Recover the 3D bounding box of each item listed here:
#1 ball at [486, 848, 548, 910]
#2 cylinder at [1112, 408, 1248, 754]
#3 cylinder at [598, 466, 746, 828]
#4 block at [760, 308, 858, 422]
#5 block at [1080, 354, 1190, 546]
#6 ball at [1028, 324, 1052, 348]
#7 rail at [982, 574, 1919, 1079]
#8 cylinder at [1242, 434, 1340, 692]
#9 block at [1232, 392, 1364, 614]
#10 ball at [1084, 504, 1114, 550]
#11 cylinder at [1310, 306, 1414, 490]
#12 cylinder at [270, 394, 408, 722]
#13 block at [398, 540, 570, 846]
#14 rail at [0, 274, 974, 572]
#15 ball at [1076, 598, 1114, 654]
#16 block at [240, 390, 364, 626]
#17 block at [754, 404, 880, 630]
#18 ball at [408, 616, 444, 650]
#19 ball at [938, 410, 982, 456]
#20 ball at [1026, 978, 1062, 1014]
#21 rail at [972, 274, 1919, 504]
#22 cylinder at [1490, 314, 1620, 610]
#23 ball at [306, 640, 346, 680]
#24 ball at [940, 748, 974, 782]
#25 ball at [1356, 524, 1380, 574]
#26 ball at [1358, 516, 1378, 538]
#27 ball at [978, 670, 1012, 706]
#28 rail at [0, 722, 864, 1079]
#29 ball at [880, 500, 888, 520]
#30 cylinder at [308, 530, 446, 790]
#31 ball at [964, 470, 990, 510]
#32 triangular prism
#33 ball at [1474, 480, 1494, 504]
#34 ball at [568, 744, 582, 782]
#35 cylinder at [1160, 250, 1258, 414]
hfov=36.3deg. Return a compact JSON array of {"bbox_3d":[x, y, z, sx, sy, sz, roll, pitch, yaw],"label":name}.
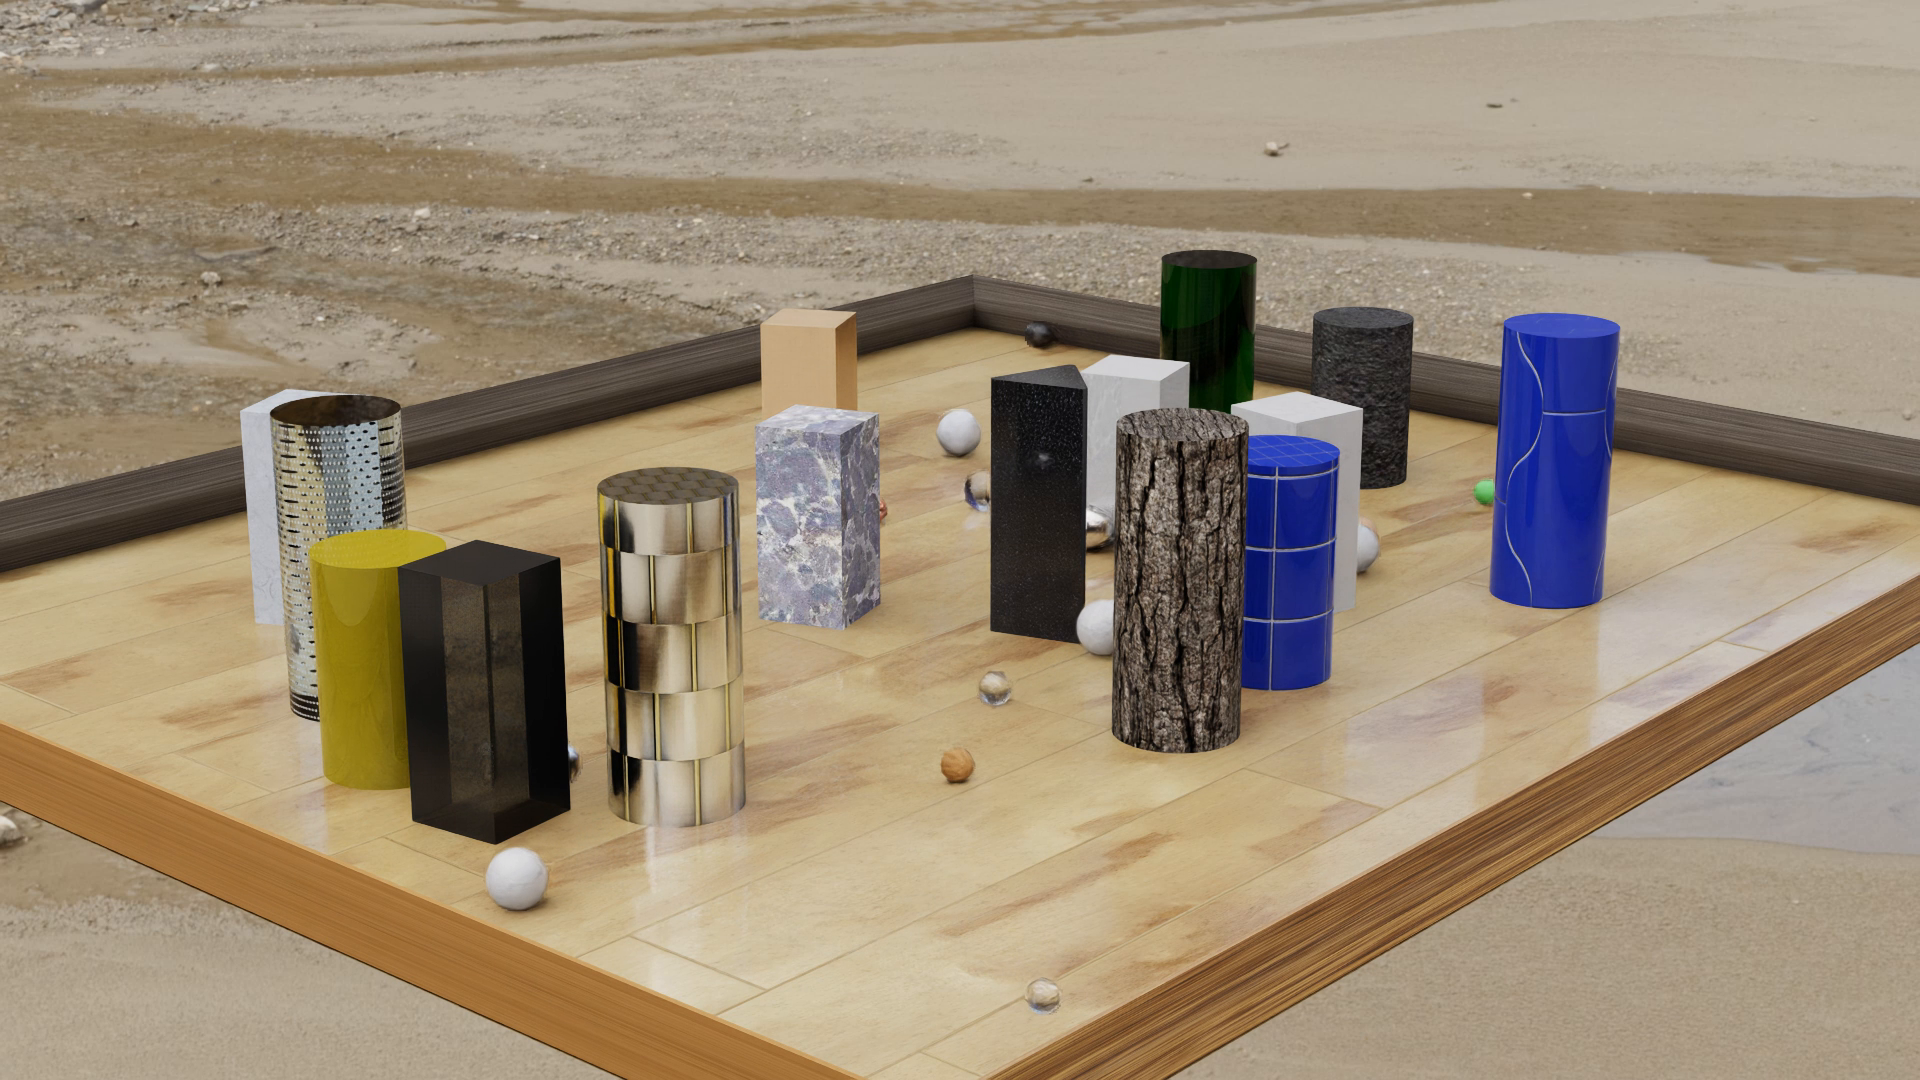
[{"bbox_3d":[-0.580,0.443,3.840,0.081,0.081,0.081,0,17,0],"label":"ball"},{"bbox_3d":[0.330,0.060,4.414,0.196,0.484,0.196,0,17,0],"label":"cylinder"},{"bbox_3d":[-0.405,0.150,4.138,0.196,0.471,0.196,0,17,0],"label":"cylinder"},{"bbox_3d":[-0.308,-0.319,6.025,0.157,0.279,0.157,4,17,13],"label":"block"},{"bbox_3d":[0.322,-0.164,5.439,0.157,0.321,0.157,7,18,23],"label":"block"},{"bbox_3d":[0.190,-0.485,6.956,0.059,0.059,0.059,0,17,0],"label":"ball"},{"bbox_3d":[1.026,0.289,4.267,0.045,0.128,3.279,14,22,39],"label":"rail"},{"bbox_3d":[0.503,0.035,4.694,0.196,0.369,0.196,0,17,0],"label":"cylinder"},{"bbox_3d":[0.571,-0.056,5.023,0.157,0.355,0.157,-13,21,-36],"label":"block"},{"bbox_3d":[0.240,-0.023,5.382,0.084,0.084,0.084,0,17,0],"label":"ball"},{"bbox_3d":[0.796,-0.284,5.828,0.196,0.325,0.196,0,17,0],"label":"cylinder"},{"bbox_3d":[-0.952,0.028,4.539,0.196,0.472,0.196,0,17,0],"label":"cylinder"},{"bbox_3d":[-0.663,0.210,4.102,0.157,0.376,0.157,11,20,32],"label":"block"},{"bbox_3d":[-1.026,-0.225,5.973,0.045,0.128,3.279,14,22,39],"label":"rail"},{"bbox_3d":[0.237,0.143,4.819,0.092,0.092,0.092,0,17,0],"label":"ball"},{"bbox_3d":[-1.100,-0.052,4.982,0.157,0.371,0.157,5,17,16],"label":"block"},{"bbox_3d":[-0.240,-0.041,4.995,0.157,0.340,0.157,7,18,22],"label":"block"},{"bbox_3d":[-0.882,0.154,4.842,0.056,0.056,0.056,0,17,0],"label":"ball"},{"bbox_3d":[-0.001,-0.220,6.023,0.091,0.091,0.091,0,17,0],"label":"ball"},{"bbox_3d":[0.101,0.552,3.546,0.044,0.044,0.044,0,17,0],"label":"ball"},{"bbox_3d":[1.059,-0.320,6.288,2.765,0.128,0.045,14,22,39],"label":"rail"},{"bbox_3d":[1.029,-0.138,5.080,0.196,0.478,0.196,0,17,0],"label":"cylinder"},{"bbox_3d":[-1.018,0.191,4.706,0.064,0.064,0.064,0,17,0],"label":"ball"},{"bbox_3d":[-0.004,0.328,4.276,0.050,0.050,0.050,0,17,0],"label":"ball"},{"bbox_3d":[0.705,0.014,5.247,0.090,0.090,0.090,0,17,0],"label":"ball"},{"bbox_3d":[0.724,-0.006,5.340,0.076,0.076,0.076,0,17,0],"label":"ball"},{"bbox_3d":[0.055,0.231,4.589,0.054,0.054,0.054,0,17,0],"label":"ball"},{"bbox_3d":[-1.059,0.384,3.952,2.765,0.128,0.045,14,22,39],"label":"rail"},{"bbox_3d":[-0.160,-0.056,5.560,0.043,0.043,0.043,0,17,0],"label":"ball"},{"bbox_3d":[-0.843,0.173,4.293,0.196,0.336,0.196,0,17,0],"label":"cylinder"},{"bbox_3d":[0.047,-0.095,5.630,0.078,0.078,0.078,0,17,0],"label":"ball"},{"bbox_3d":[0.158,-0.066,4.913,0.170,0.437,0.147,8,18,24],"label":"triangular prism"},{"bbox_3d":[1.019,-0.092,5.674,0.047,0.047,0.047,0,17,0],"label":"ball"},{"bbox_3d":[-0.583,0.325,4.265,0.063,0.063,0.063,0,17,0],"label":"ball"},{"bbox_3d":[0.511,-0.388,6.063,0.196,0.391,0.196,0,17,0],"label":"cylinder"}]
